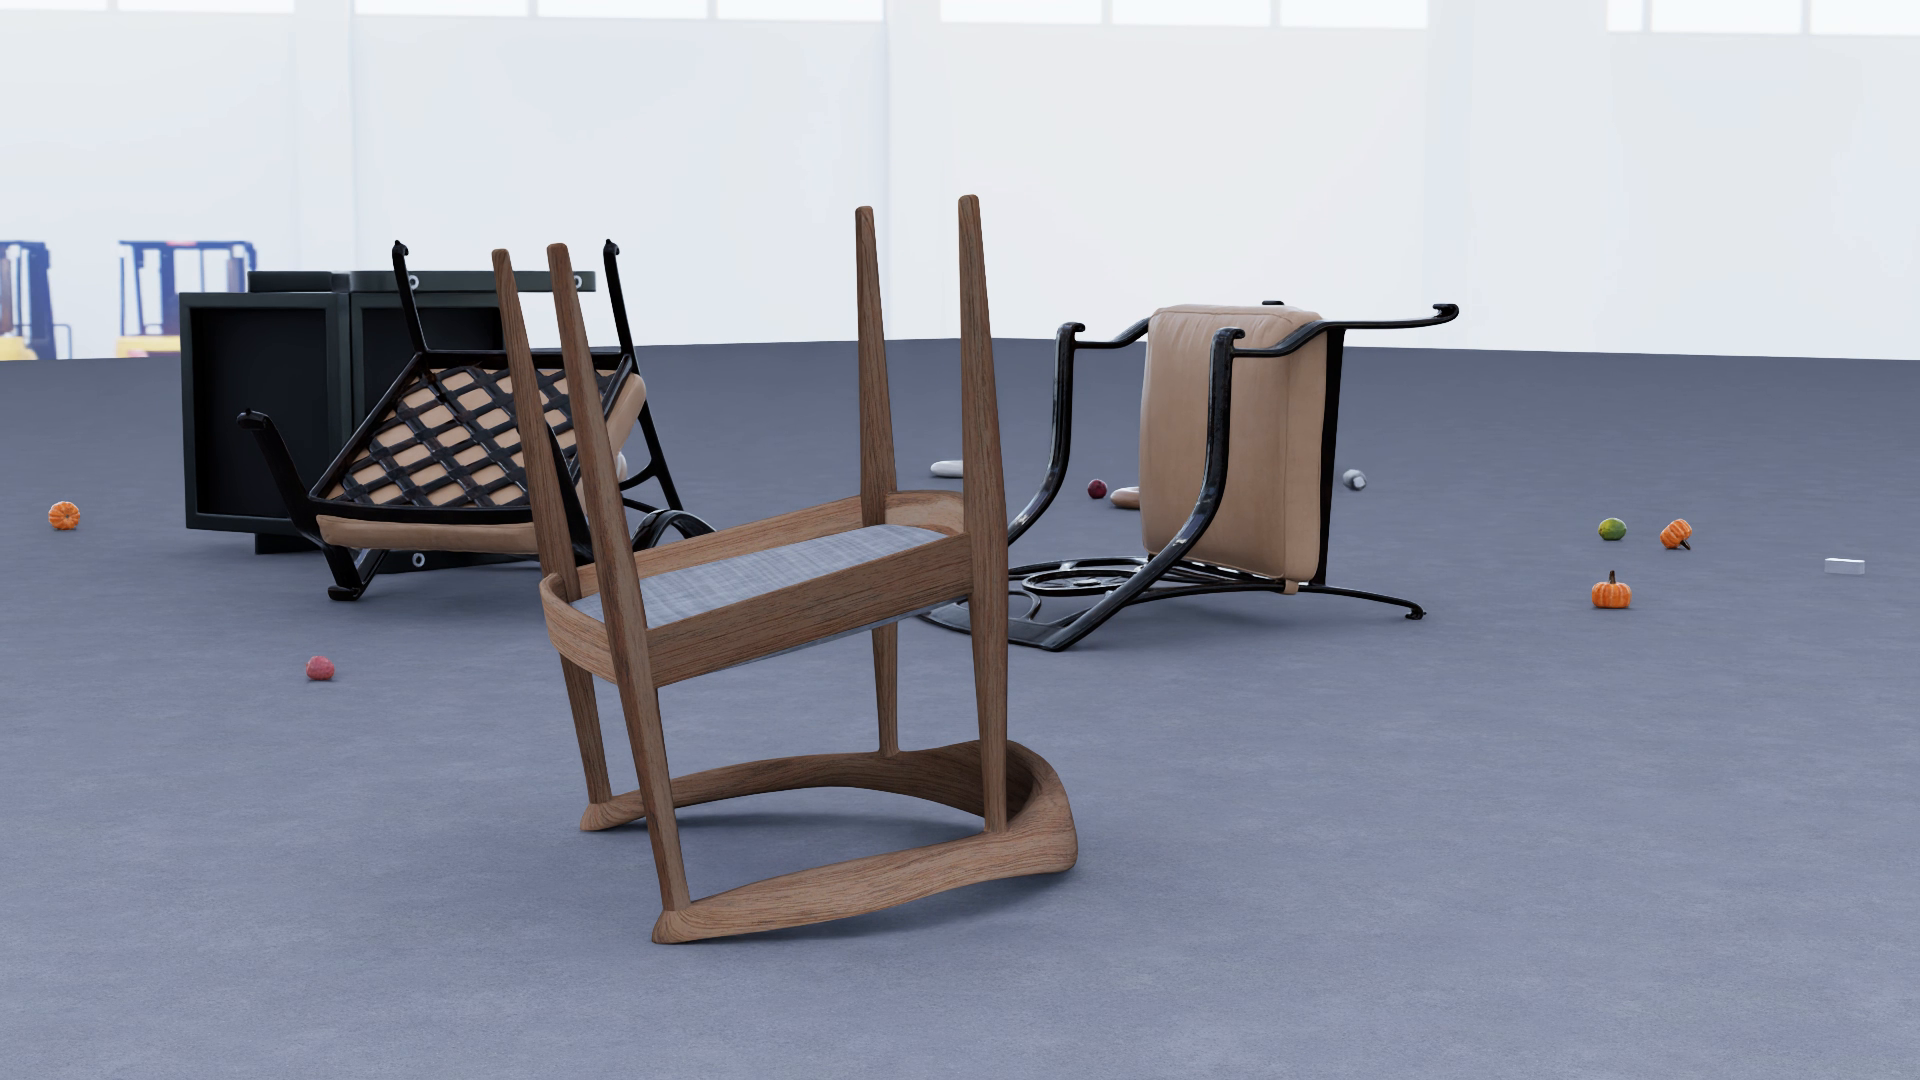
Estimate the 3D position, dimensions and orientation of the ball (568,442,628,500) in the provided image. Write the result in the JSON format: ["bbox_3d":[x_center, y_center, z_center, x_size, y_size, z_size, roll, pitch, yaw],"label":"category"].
[{"bbox_3d":[-1.066,-0.204,7.553,0.172,0.172,0.172,0,6,0],"label":"ball"}]

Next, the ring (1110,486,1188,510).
[{"bbox_3d":[0.541,-0.119,7.321,0.222,0.051,0.242,3,7,19],"label":"ring"}]

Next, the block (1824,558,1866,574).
[{"bbox_3d":[1.966,0.059,5.700,0.078,0.028,0.033,5,8,39],"label":"block"}]

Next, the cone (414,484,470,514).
[{"bbox_3d":[-1.444,-0.103,7.221,0.156,0.081,0.159,-2,-8,-1],"label":"cone"}]

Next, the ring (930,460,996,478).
[{"bbox_3d":[0.012,-0.232,8.444,0.211,0.046,0.230,-3,7,-35],"label":"ring"}]
